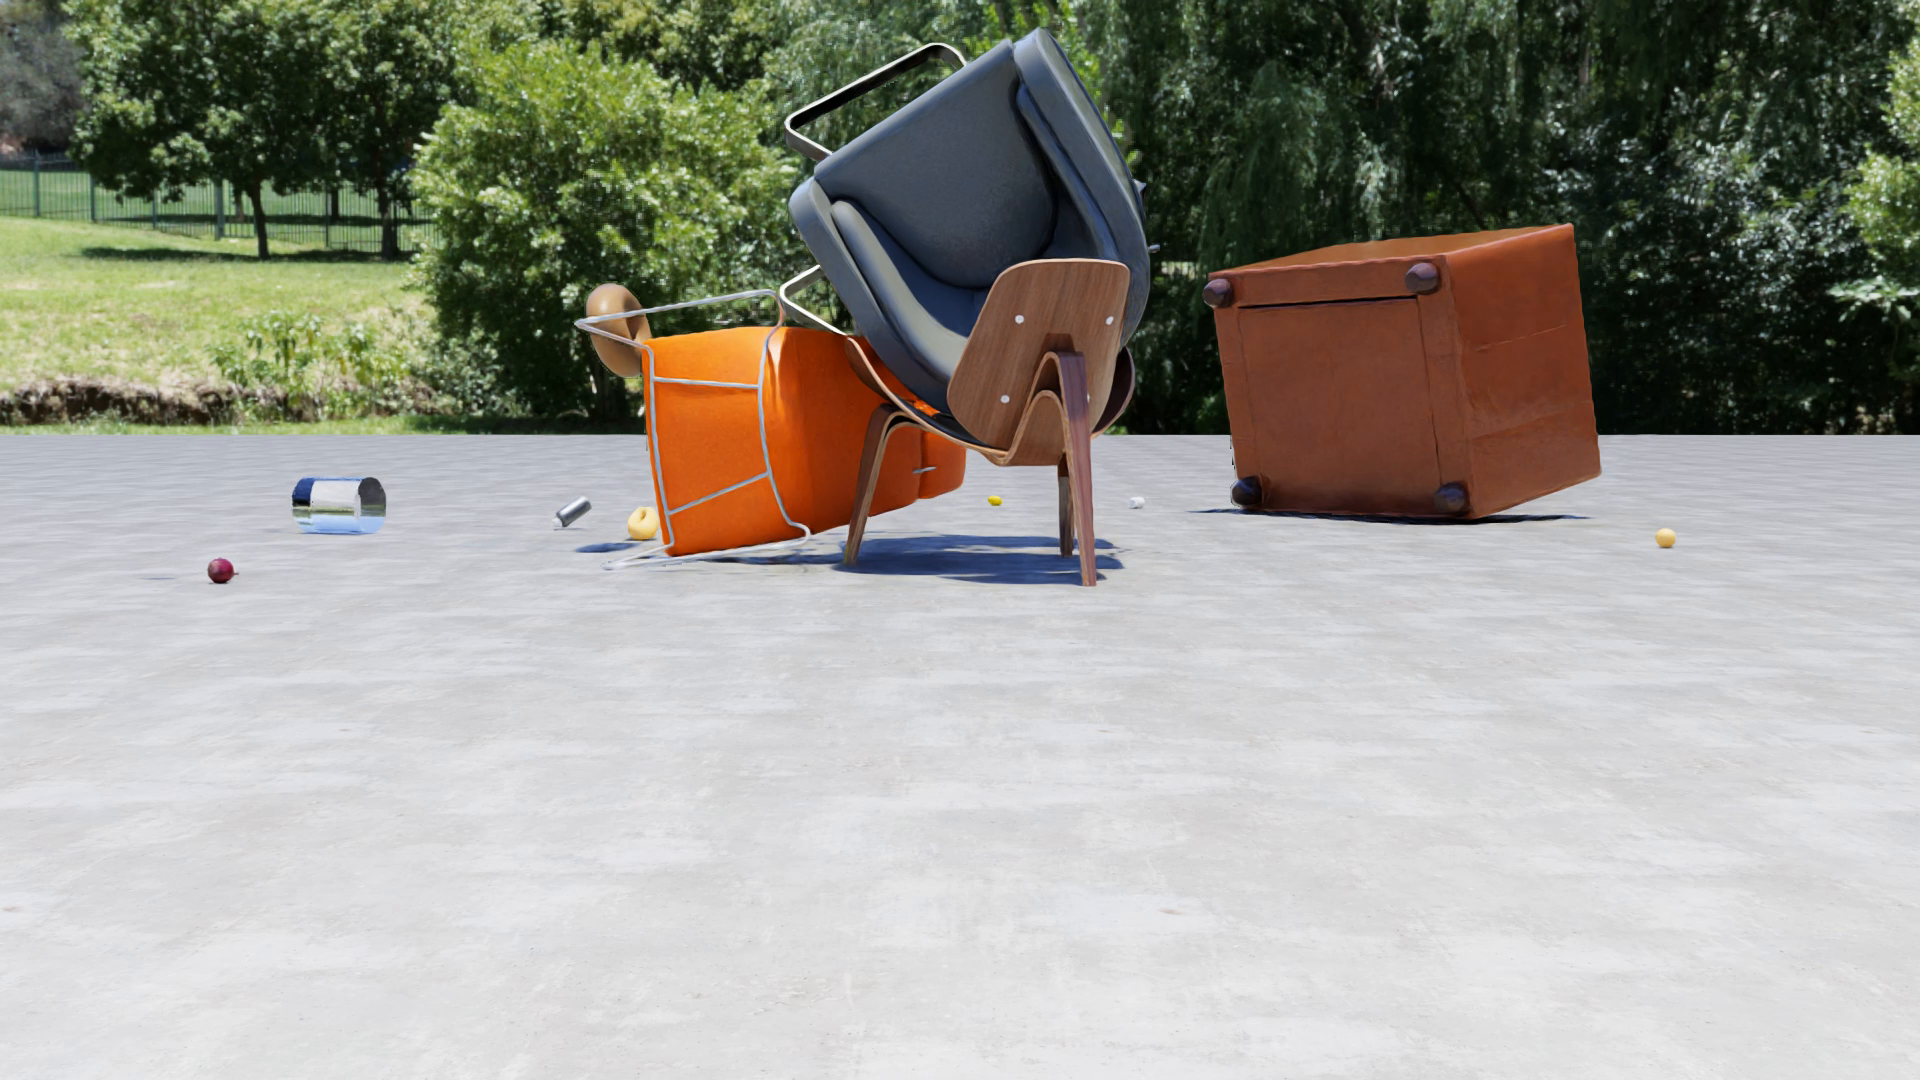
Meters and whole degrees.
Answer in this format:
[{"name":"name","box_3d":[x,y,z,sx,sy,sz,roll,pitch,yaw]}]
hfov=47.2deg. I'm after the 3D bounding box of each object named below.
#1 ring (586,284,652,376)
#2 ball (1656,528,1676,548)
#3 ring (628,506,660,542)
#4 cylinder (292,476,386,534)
[{"name":"ring","box_3d":[-0.954,-0.589,6.175,0.104,0.266,0.413,-14,-3,6]},{"name":"ball","box_3d":[1.997,-0.005,6.223,0.055,0.055,0.055,0,4,0]},{"name":"ring","box_3d":[-0.946,-0.049,6.569,0.095,0.057,0.213,-29,21,1]},{"name":"cylinder","box_3d":[-1.931,-0.109,6.841,0.230,0.178,0.169,1,22,21]}]
